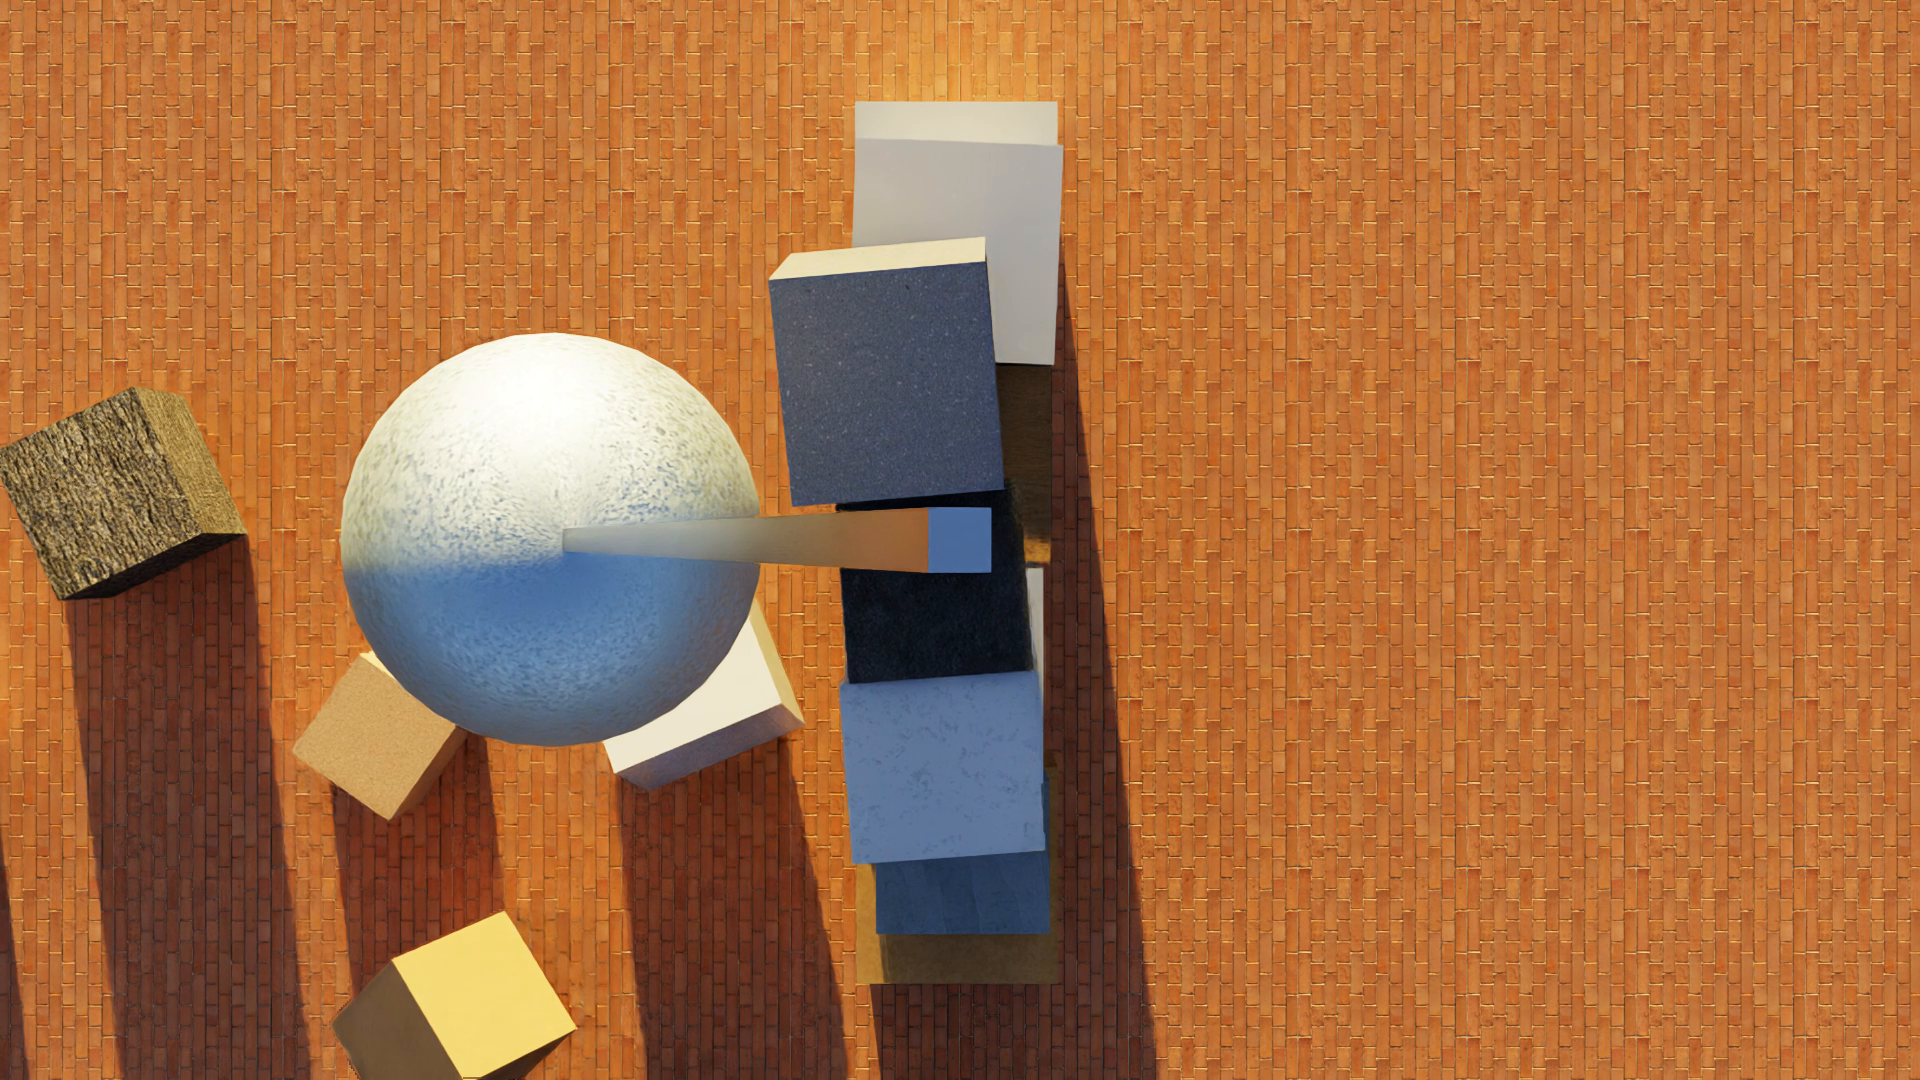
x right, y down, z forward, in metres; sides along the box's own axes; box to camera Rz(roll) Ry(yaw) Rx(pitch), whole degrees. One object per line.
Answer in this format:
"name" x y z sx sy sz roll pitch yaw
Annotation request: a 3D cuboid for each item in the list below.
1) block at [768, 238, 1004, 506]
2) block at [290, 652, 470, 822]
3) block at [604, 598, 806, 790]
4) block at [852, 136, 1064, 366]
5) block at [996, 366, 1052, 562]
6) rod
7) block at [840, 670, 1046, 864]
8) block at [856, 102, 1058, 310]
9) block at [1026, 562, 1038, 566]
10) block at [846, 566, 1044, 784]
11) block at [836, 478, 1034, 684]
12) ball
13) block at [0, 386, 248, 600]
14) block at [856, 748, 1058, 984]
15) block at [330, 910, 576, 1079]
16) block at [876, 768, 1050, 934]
"block" -0.314 -0.811 10.253 0.950 1.177 1.016 -5 103 2
"block" -3.287 1.110 12.667 0.677 0.665 0.669 35 90 0
"block" -1.542 0.817 12.506 0.989 0.812 0.805 -23 75 0
"block" -0.023 -1.435 11.407 1.019 1.160 1.079 2 91 0
"block" -0.015 -0.381 11.498 0.935 1.103 0.973 0 90 0
"rod" -0.677 0.000 5.205 0.080 5.200 0.080 0 90 -15
"block" -0.077 1.045 10.487 0.890 0.761 0.830 -4 90 1
"block" -0.020 -1.826 12.495 1.103 1.009 1.128 0 90 0
"block" 0.007 0.001 12.525 0.836 0.951 0.813 0 90 0
"block" -0.068 0.675 11.445 0.972 1.154 1.065 0 90 1
"block" -0.115 0.186 10.465 0.848 0.806 0.884 -4 90 1
"ball" -1.563 0.000 8.488 1.600 1.600 1.600 0 90 0
"block" -4.801 -0.258 12.609 0.887 0.781 0.903 -25 90 0
"block" -0.015 1.816 12.455 1.091 1.090 1.174 0 90 0
"block" -2.847 2.734 12.362 0.795 0.816 0.792 -44 74 35
"block" 0.014 1.600 11.499 0.877 0.822 0.773 0 90 0
